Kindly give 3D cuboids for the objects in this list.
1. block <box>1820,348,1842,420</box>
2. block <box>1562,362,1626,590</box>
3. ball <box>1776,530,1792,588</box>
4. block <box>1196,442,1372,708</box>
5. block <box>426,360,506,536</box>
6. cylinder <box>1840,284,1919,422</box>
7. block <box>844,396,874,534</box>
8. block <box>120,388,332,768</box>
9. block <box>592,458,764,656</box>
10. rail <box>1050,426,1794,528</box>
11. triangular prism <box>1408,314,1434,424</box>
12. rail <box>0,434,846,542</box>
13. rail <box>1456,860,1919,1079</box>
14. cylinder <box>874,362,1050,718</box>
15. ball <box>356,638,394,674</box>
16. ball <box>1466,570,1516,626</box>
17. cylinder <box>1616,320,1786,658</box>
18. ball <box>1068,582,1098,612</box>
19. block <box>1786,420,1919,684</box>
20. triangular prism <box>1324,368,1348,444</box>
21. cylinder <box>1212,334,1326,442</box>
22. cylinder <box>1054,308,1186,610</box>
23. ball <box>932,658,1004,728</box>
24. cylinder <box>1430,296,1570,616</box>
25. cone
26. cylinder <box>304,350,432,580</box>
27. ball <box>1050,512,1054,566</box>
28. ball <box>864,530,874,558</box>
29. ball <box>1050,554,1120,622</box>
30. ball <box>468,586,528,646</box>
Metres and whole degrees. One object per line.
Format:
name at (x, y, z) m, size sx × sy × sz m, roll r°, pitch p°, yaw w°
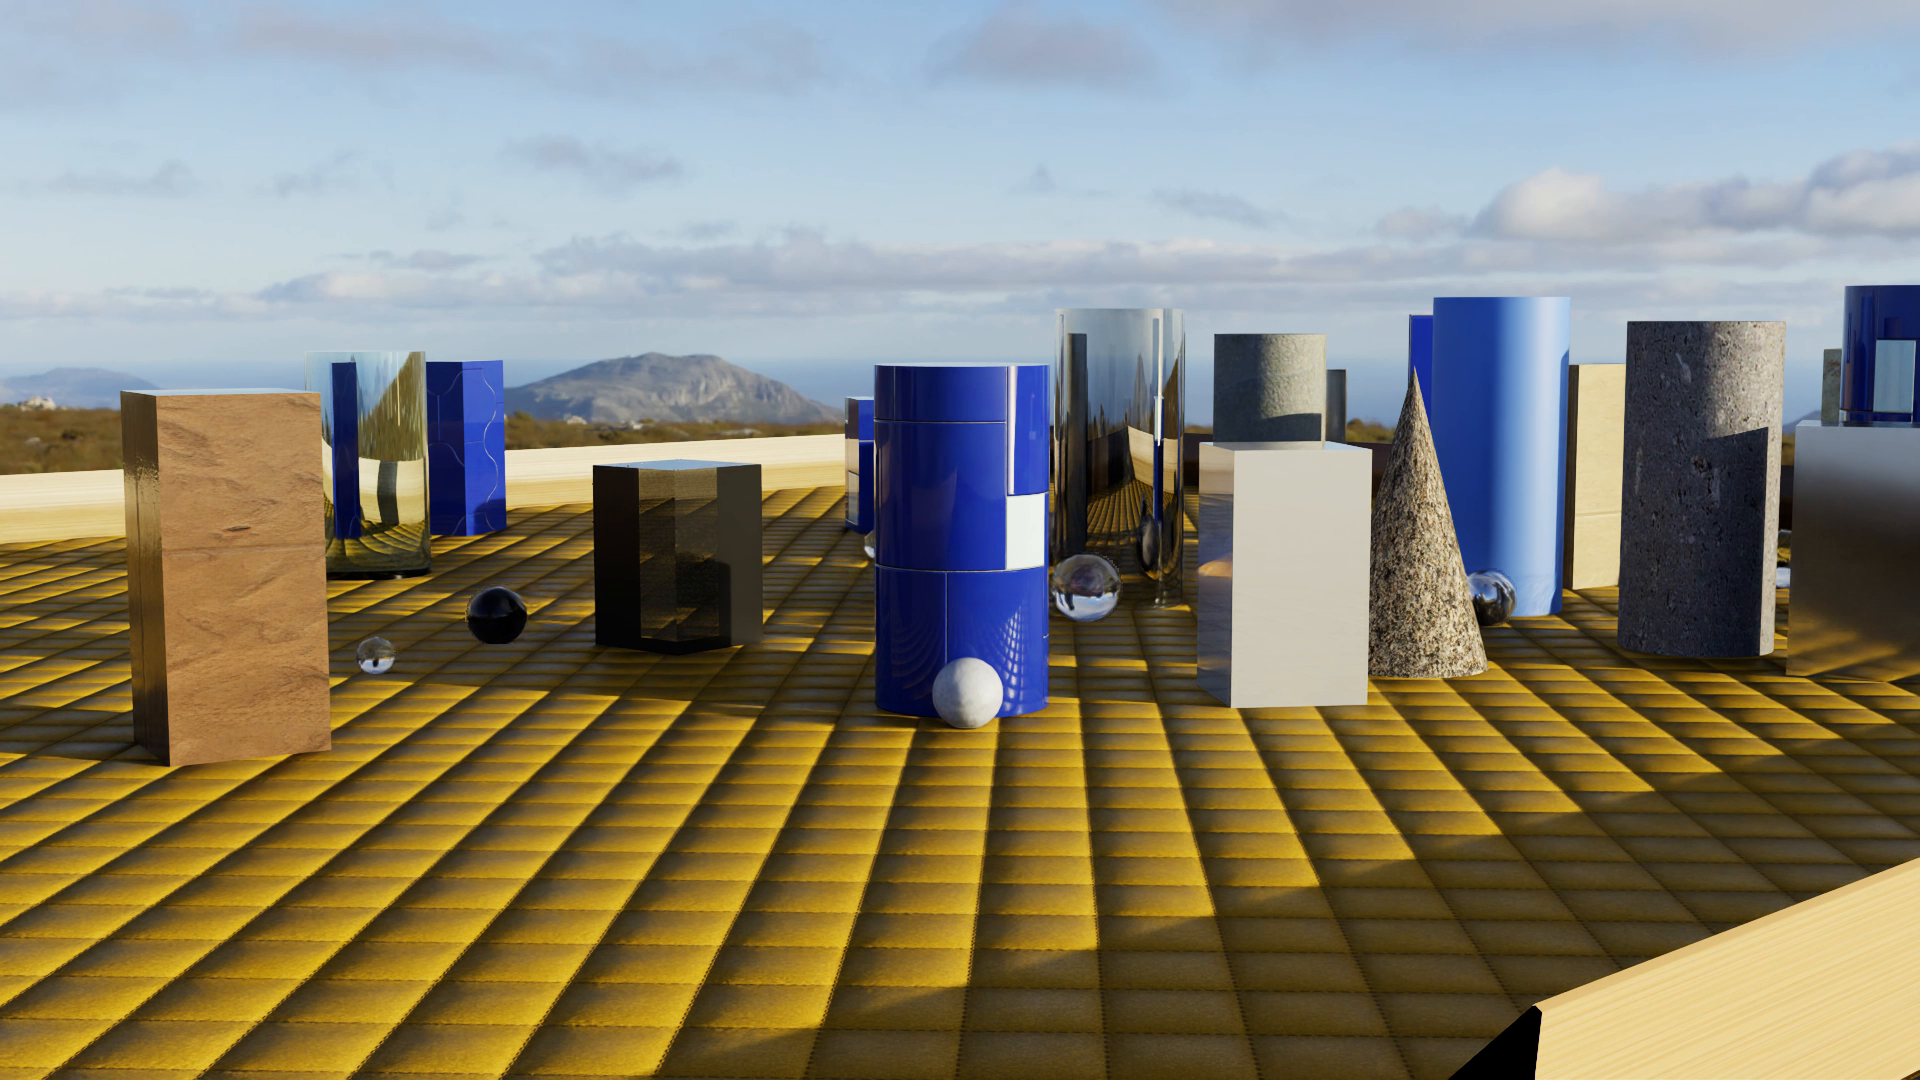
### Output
block at (1.484, -0.116, 3.545) m, size 0.158 × 0.383 × 0.158 m, roll 4°, pitch 7°, yaw 32°
block at (1.003, -0.111, 3.613) m, size 0.158 × 0.359 × 0.158 m, roll -4°, pitch 7°, yaw -34°
ball at (1.322, 0.031, 3.533) m, size 0.093 × 0.093 × 0.093 m, roll 0°, pitch 6°, yaw 0°
block at (0.372, 0.036, 2.545) m, size 0.158 × 0.289 × 0.158 m, roll -1°, pitch 6°, yaw -8°
block at (-1.028, -0.189, 4.435) m, size 0.158 × 0.345 × 0.158 m, roll 2°, pitch 6°, yaw 18°
cylinder at (1.361, -0.122, 3.144) m, size 0.198 × 0.480 × 0.198 m, roll 0°, pitch 6°, yaw 0°
block at (-0.142, -0.155, 4.473) m, size 0.158 × 0.268 × 0.158 m, roll -1°, pitch 6°, yaw -13°
block at (-0.749, 0.030, 2.242) m, size 0.158 × 0.363 × 0.158 m, roll -4°, pitch 7°, yaw -32°
block at (-0.377, 0.019, 2.944) m, size 0.158 × 0.240 × 0.158 m, roll 5°, pitch 8°, yaw 39°
rail at (1.477, -0.108, 4.687) m, size 0.045 × 0.129 × 3.796 m, roll -5°, pitch 8°, yaw -42°
triangular prism at (0.897, -0.185, 3.947) m, size 0.171 × 0.438 × 0.148 m, roll 2°, pitch 6°, yaw 16°
rail at (-1.271, -0.109, 4.702) m, size 4.066 × 0.129 × 0.045 m, roll -5°, pitch 8°, yaw -42°
rail at (1.271, 0.176, 1.962) m, size 4.066 × 0.129 × 0.045 m, roll -5°, pitch 8°, yaw -42°
cylinder at (0.002, -0.006, 2.485) m, size 0.198 × 0.385 × 0.198 m, roll 0°, pitch 6°, yaw 0°
ball at (-0.717, 0.142, 2.697) m, size 0.046 × 0.046 × 0.046 m, roll 0°, pitch 6°, yaw 0°
ball at (0.742, 0.082, 3.104) m, size 0.081 × 0.081 × 0.081 m, roll 0°, pitch 6°, yaw 0°
cylinder at (0.978, -0.073, 2.906) m, size 0.198 × 0.430 × 0.198 m, roll 0°, pitch 6°, yaw 0°
ball at (0.183, 0.084, 3.264) m, size 0.045 × 0.045 × 0.045 m, roll 0°, pitch 6°, yaw 0°
block at (1.115, 0.010, 2.714) m, size 0.158 × 0.306 × 0.158 m, roll 3°, pitch 7°, yaw 24°
triangular prism at (0.656, -0.170, 4.306) m, size 0.171 × 0.333 × 0.148 m, roll 0°, pitch 6°, yaw 0°
cylinder at (0.549, -0.164, 3.912) m, size 0.198 × 0.403 × 0.198 m, roll 0°, pitch 6°, yaw 0°
cylinder at (0.242, -0.128, 3.349) m, size 0.198 × 0.447 × 0.198 m, roll 0°, pitch 6°, yaw 0°
ball at (0.008, 0.163, 2.348) m, size 0.076 × 0.076 × 0.076 m, roll 0°, pitch 6°, yaw 0°
cylinder at (0.803, -0.129, 3.285) m, size 0.198 × 0.464 × 0.198 m, roll 0°, pitch 6°, yaw 0°
cone at (0.565, -0.030, 2.752) m, size 0.198 × 0.376 × 0.198 m, roll 0°, pitch 6°, yaw 0°
cylinder at (-1.000, -0.130, 3.715) m, size 0.198 × 0.377 × 0.198 m, roll 0°, pitch 6°, yaw 0°
ball at (0.169, -0.002, 3.842) m, size 0.096 × 0.096 × 0.096 m, roll 0°, pitch 6°, yaw 0°
ball at (-0.144, 0.007, 3.941) m, size 0.056 × 0.056 × 0.056 m, roll 0°, pitch 6°, yaw 0°
ball at (0.180, 0.069, 3.145) m, size 0.099 × 0.099 × 0.099 m, roll 0°, pitch 6°, yaw 0°
ball at (-0.617, 0.101, 2.933) m, size 0.078 × 0.078 × 0.078 m, roll 0°, pitch 6°, yaw 0°
